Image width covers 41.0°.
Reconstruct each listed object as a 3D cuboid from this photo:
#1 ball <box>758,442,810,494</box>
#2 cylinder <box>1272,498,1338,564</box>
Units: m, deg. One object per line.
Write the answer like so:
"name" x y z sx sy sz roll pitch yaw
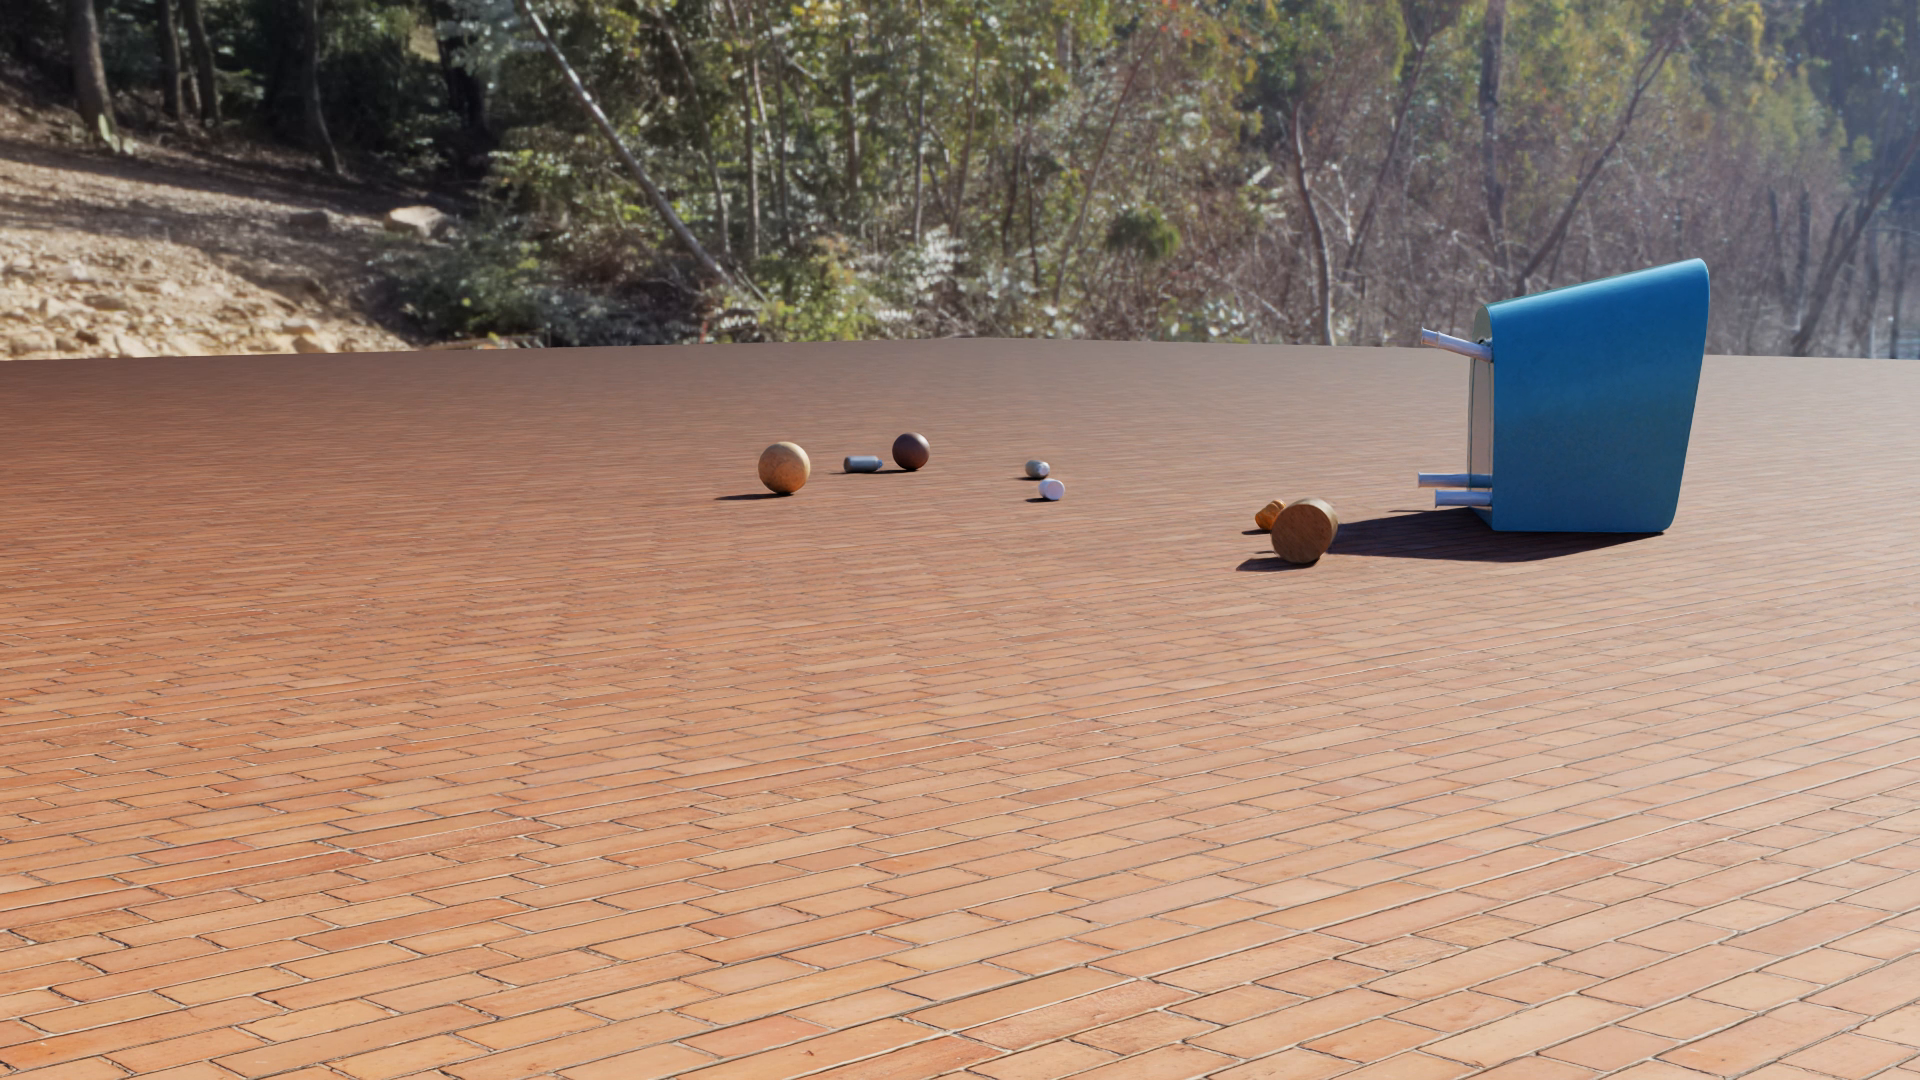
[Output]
"ball" -0.531 -0.218 7.754 0.158 0.158 0.158 0 6 0
"cylinder" 0.802 -0.022 5.961 0.143 0.133 0.165 -40 -4 14
